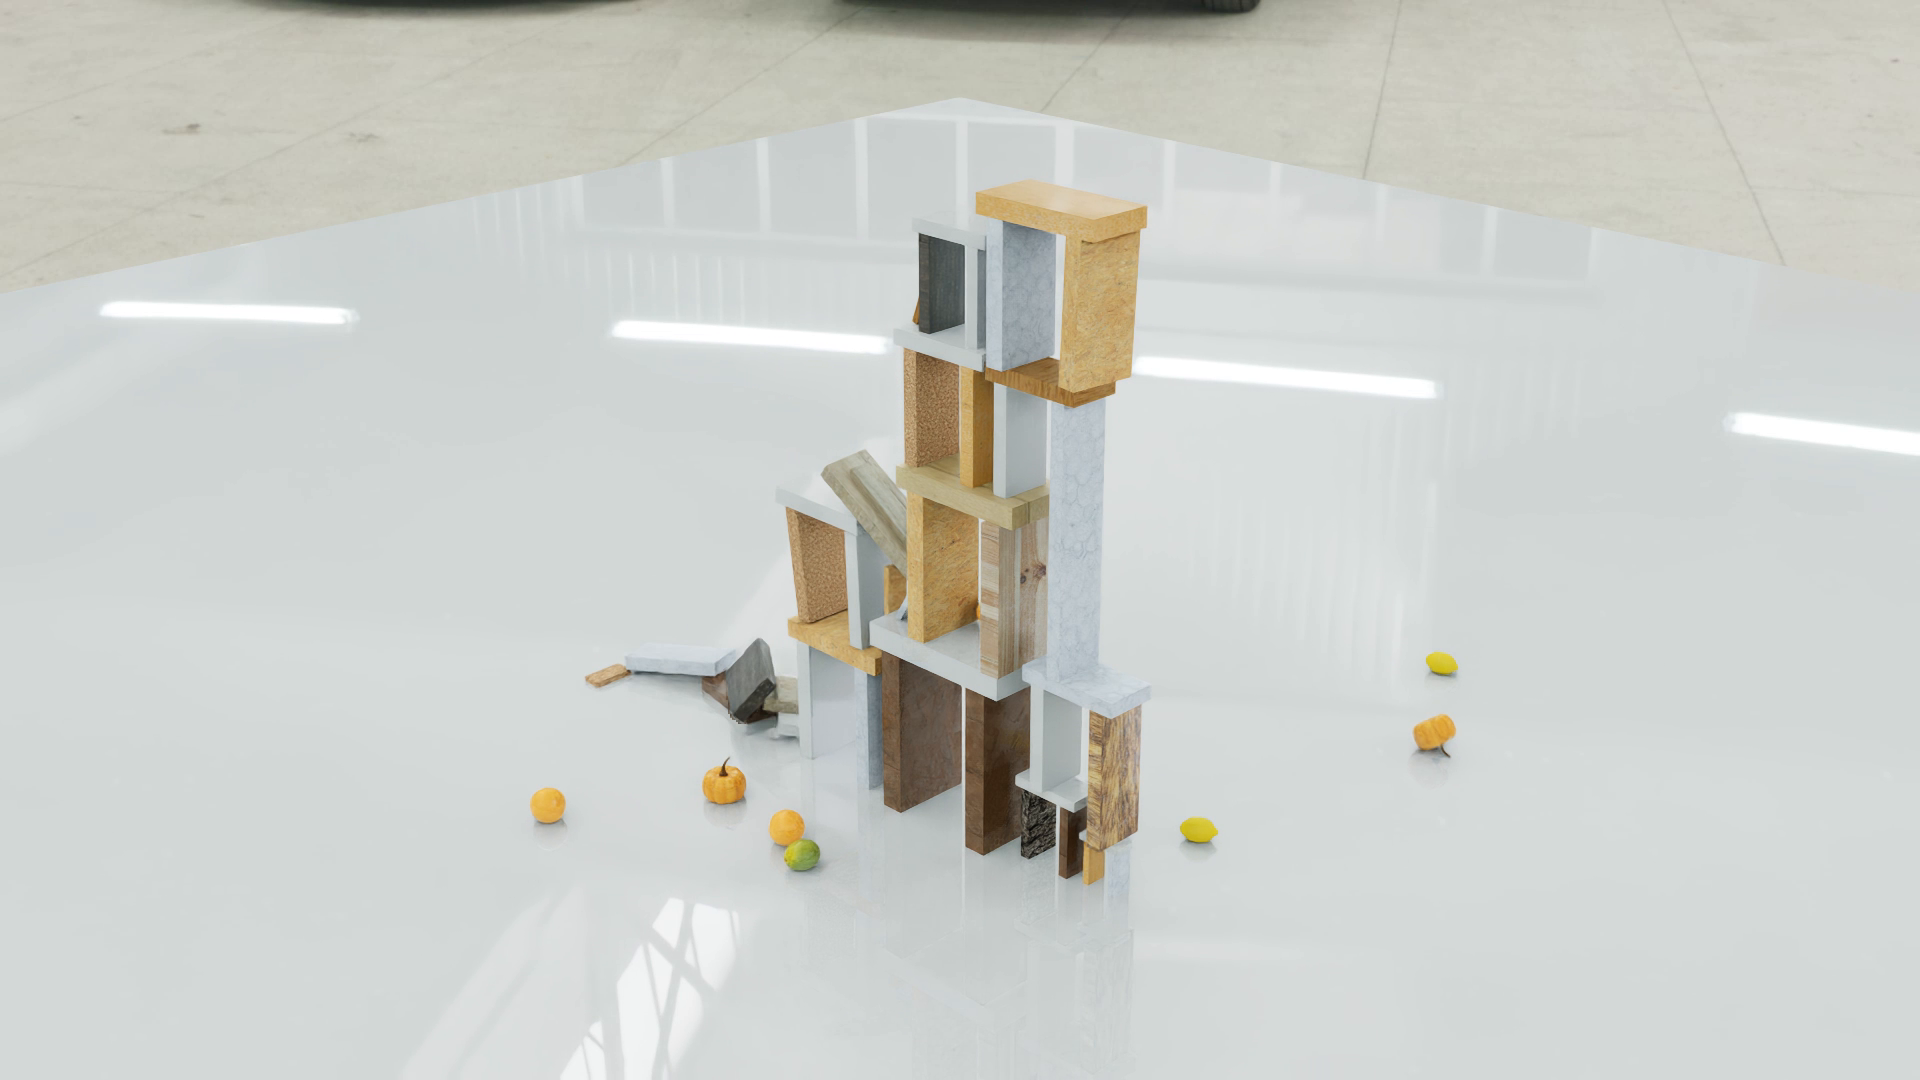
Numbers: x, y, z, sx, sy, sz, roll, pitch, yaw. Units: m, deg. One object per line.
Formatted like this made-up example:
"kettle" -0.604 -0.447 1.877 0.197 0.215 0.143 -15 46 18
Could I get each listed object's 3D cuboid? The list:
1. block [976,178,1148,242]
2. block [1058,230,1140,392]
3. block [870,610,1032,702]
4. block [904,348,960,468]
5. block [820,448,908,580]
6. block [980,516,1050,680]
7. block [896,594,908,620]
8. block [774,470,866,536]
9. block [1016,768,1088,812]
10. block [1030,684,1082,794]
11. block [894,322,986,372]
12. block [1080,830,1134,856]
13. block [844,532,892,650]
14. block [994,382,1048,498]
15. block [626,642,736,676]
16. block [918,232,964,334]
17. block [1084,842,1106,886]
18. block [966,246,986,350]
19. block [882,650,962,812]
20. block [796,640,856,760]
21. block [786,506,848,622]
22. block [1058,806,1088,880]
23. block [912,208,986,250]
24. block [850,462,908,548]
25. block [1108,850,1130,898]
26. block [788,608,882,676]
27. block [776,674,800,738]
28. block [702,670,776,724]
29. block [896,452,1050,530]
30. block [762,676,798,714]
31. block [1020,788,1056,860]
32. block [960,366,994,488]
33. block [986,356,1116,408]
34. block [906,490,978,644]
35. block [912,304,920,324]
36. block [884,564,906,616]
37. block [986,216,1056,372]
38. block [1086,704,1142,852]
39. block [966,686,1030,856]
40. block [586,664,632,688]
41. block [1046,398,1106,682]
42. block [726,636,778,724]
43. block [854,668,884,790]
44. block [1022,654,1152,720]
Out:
"block" 0.173 -0.570 3.792 0.274 0.039 0.137 21 30 40
"block" 0.241 -0.402 3.800 0.137 0.275 0.039 -17 31 -36
"block" 0.007 0.209 4.307 0.351 0.050 0.175 21 31 41
"block" -0.053 -0.264 4.163 0.033 0.231 0.116 21 31 40
"block" -0.139 -0.044 4.360 0.112 0.032 0.305 -26 70 -42
"block" 0.105 0.092 4.125 0.043 0.307 0.153 19 29 37
"block" -0.090 0.117 4.343 0.048 0.095 0.014 -22 62 -41
"block" -0.248 -0.077 4.469 0.248 0.035 0.124 22 31 40
"block" 0.188 0.474 4.226 0.152 0.022 0.076 21 31 41
"block" 0.183 0.360 4.183 0.031 0.222 0.111 21 31 40
"block" -0.001 -0.365 4.064 0.116 0.033 0.231 -21 31 -41
"block" 0.277 0.568 4.163 0.094 0.013 0.047 20 30 39
"block" -0.170 0.086 4.450 0.124 0.248 0.035 -21 29 -40
"block" 0.110 -0.194 4.017 0.108 0.217 0.031 -21 31 -40
"block" -0.639 0.273 5.035 0.224 0.032 0.112 3 15 19
"block" -0.033 -0.482 4.058 0.027 0.187 0.094 21 31 40
"block" 0.257 0.609 4.205 0.013 0.095 0.047 21 31 41
"block" 0.055 -0.447 3.977 0.094 0.187 0.027 -21 31 -40
"block" -0.076 0.361 4.461 0.050 0.351 0.175 21 31 41
"block" -0.280 0.318 4.665 0.135 0.270 0.038 -21 31 -41
"block" -0.290 0.035 4.569 0.124 0.248 0.035 -21 23 -40
"block" 0.225 0.569 4.226 0.076 0.152 0.022 -20 30 -39
"block" 0.011 -0.563 3.975 0.094 0.027 0.187 -21 31 -40
"block" -0.124 -0.045 4.338 0.047 0.013 0.263 -23 67 -41
"block" 0.301 0.626 4.164 0.047 0.095 0.013 -21 31 -40
"block" -0.217 0.201 4.547 0.135 0.038 0.270 -21 31 -40
"block" -0.348 0.365 4.816 0.102 0.029 0.204 9 27 -8
"block" -0.483 0.345 4.910 0.102 0.029 0.204 -15 27 -31
"block" 0.040 -0.101 4.130 0.153 0.043 0.307 -21 31 -40
"block" -0.326 0.346 4.798 0.204 0.029 0.102 9 27 -9
"block" 0.154 0.540 4.292 0.076 0.152 0.022 -20 30 -39
"block" 0.053 -0.222 4.065 0.116 0.231 0.033 -21 31 -40
"block" 0.160 -0.288 3.923 0.108 0.031 0.217 -21 31 -40
"block" -0.032 0.032 4.266 0.043 0.307 0.153 21 31 40
"block" -0.057 -0.449 4.100 0.047 0.094 0.013 -22 51 -41
"block" -0.130 0.135 4.414 0.048 0.188 0.014 -21 31 -40
"block" 0.109 -0.450 3.912 0.137 0.274 0.039 -21 31 -40
"block" 0.287 0.432 4.098 0.111 0.288 0.031 -21 31 -41
"block" 0.090 0.425 4.309 0.050 0.351 0.175 21 31 41
"block" -0.802 0.309 5.016 0.047 0.013 0.095 20 30 39
"block" 0.210 -0.005 3.987 0.108 0.541 0.031 -21 30 -40
"block" -0.459 0.305 4.824 0.032 0.112 0.224 39 10 -20
"block" -0.151 0.369 4.545 0.135 0.270 0.038 -20 30 -38
"block" 0.234 0.264 4.084 0.111 0.031 0.222 -21 31 -40
